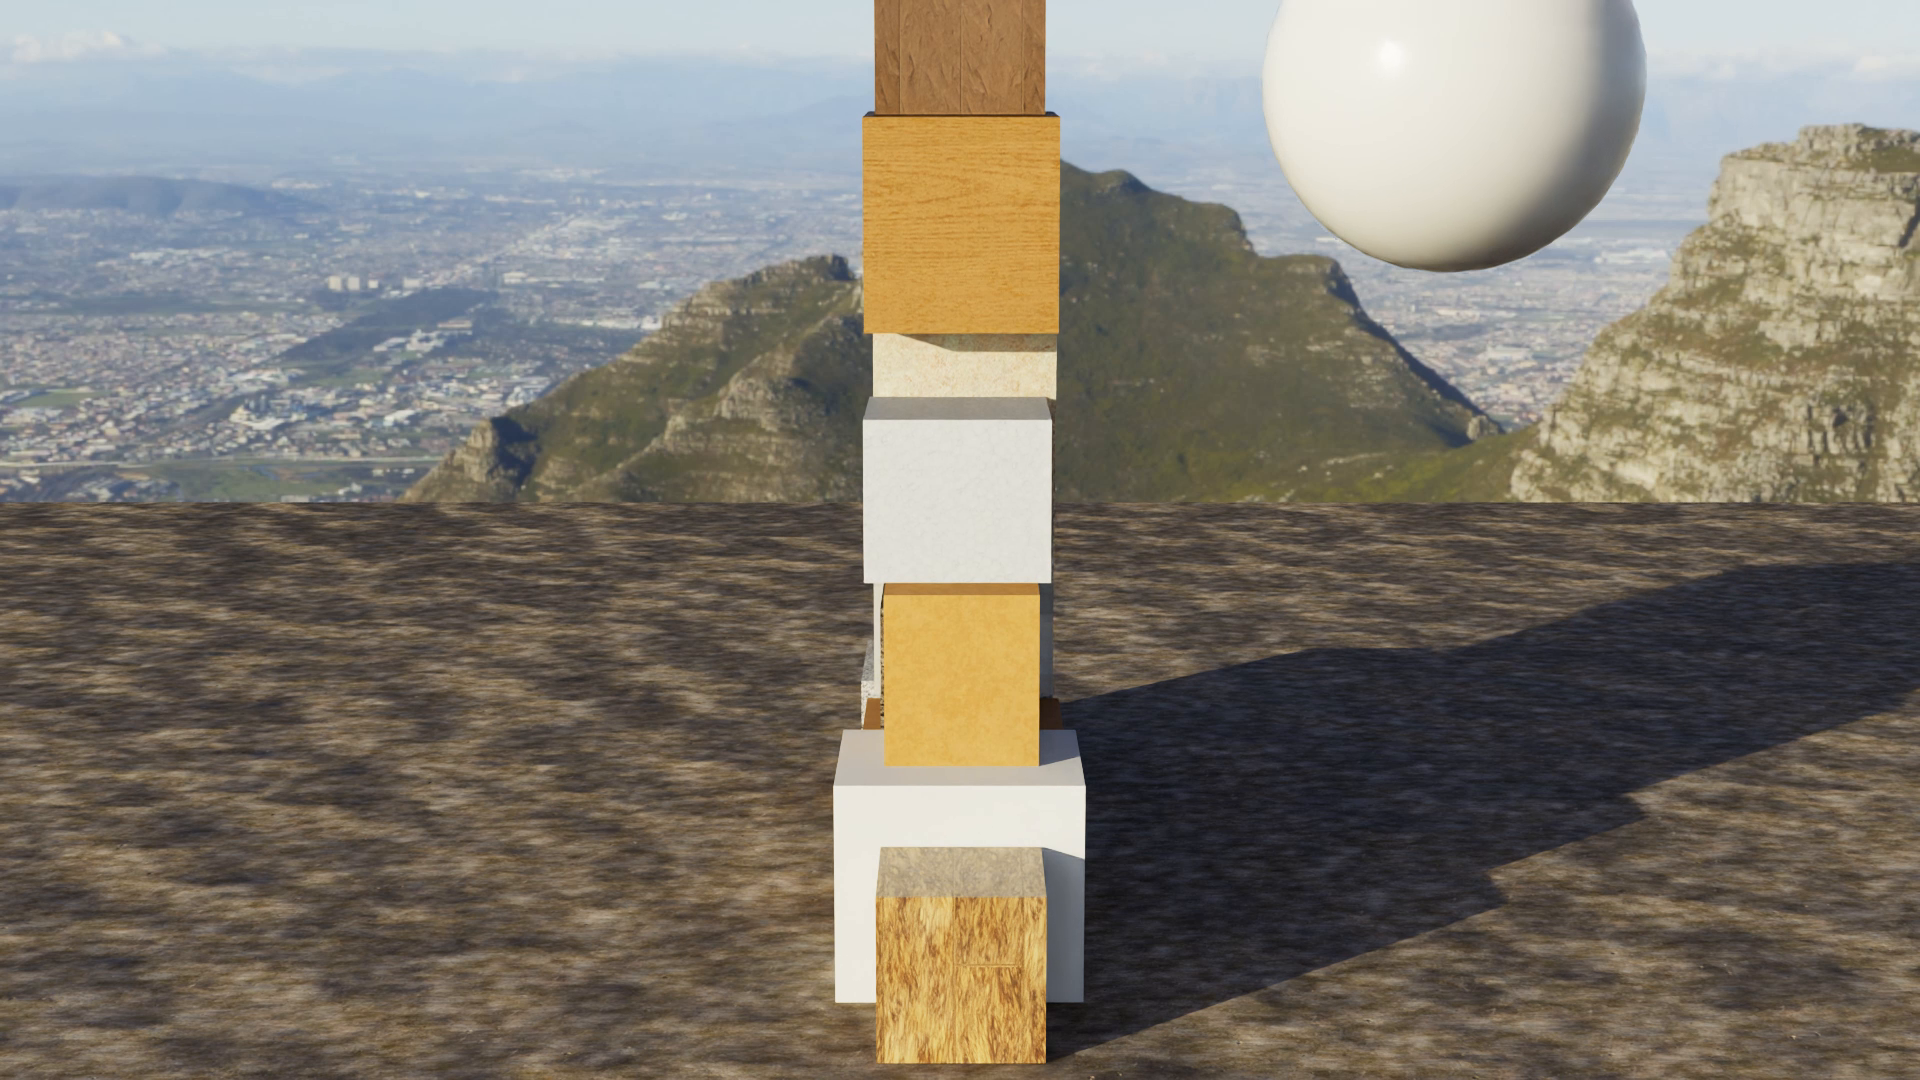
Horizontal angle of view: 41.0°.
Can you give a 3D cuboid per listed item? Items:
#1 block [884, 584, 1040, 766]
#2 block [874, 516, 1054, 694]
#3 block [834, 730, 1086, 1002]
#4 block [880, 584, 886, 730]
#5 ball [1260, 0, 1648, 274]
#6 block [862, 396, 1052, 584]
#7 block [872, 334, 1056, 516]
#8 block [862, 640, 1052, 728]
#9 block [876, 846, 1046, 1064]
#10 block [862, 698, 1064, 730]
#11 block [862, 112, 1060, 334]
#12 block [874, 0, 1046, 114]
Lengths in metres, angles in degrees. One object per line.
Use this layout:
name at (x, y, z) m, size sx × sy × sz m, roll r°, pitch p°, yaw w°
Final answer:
block at (0.007, 0.492, 10.178) m, size 0.598 × 0.677 × 0.592 m, roll 0°, pitch 10°, yaw 0°
block at (0.016, 0.196, 11.397) m, size 0.772 × 0.823 × 0.729 m, roll 0°, pitch 11°, yaw 0°
block at (-0.002, 1.274, 10.165) m, size 0.950 × 0.857 × 0.844 m, roll 0°, pitch 10°, yaw 0°
block at (-0.018, 0.510, 10.786) m, size 0.616 × 0.576 × 0.578 m, roll 0°, pitch 10°, yaw 0°
ball at (2.074, -1.931, 10.829) m, size 1.600 × 1.600 × 1.600 m, roll 0°, pitch 10°, yaw 0°
block at (-0.010, -0.213, 10.361) m, size 0.733 × 0.645 × 0.730 m, roll 0°, pitch 10°, yaw 0°
block at (0.020, -0.569, 11.063) m, size 0.760 × 0.809 × 0.775 m, roll 0°, pitch 11°, yaw 0°
block at (-0.013, 0.970, 11.842) m, size 0.847 × 0.855 × 0.838 m, roll 0°, pitch 10°, yaw 0°
block at (0.004, 1.521, 9.464) m, size 0.608 × 0.622 × 0.604 m, roll 0°, pitch 10°, yaw 0°
block at (0.013, 1.159, 11.012) m, size 0.847 × 0.780 × 0.845 m, roll 0°, pitch 10°, yaw 0°
block at (0.005, -1.327, 10.602) m, size 0.782 × 0.856 × 0.807 m, roll 0°, pitch 11°, yaw 0°
block at (0.000, -2.196, 10.737) m, size 0.697 × 0.797 × 0.665 m, roll 0°, pitch 11°, yaw 0°
